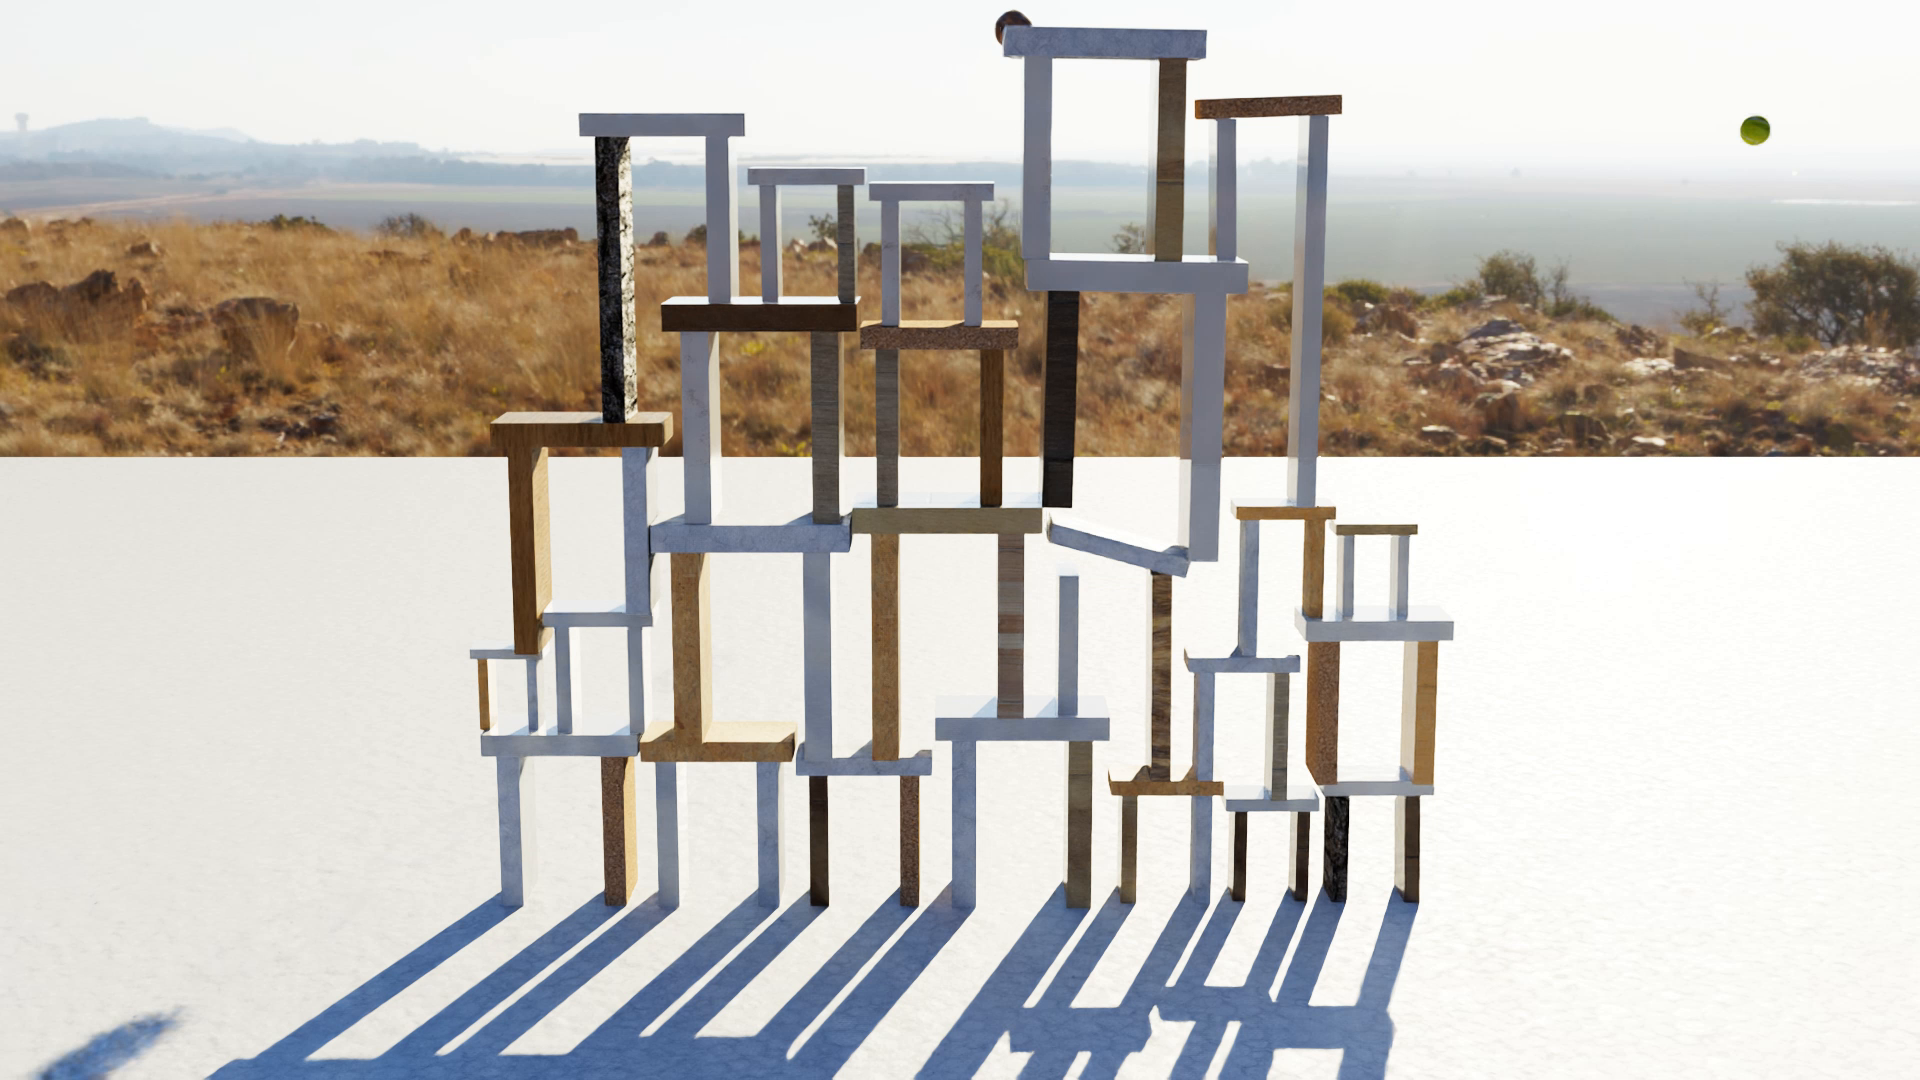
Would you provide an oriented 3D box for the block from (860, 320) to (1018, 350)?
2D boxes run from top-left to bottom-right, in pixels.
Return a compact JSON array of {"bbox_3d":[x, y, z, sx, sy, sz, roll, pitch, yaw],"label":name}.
[{"bbox_3d":[-0.032,-0.327,3.501,0.247,0.035,0.124,0,11,0],"label":"block"}]

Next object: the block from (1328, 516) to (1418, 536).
[{"bbox_3d":[0.669,-0.023,3.561,0.132,0.019,0.066,0,11,0],"label":"block"}]

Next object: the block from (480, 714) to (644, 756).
[{"bbox_3d":[-0.650,0.322,3.624,0.254,0.036,0.127,0,11,0],"label":"block"}]

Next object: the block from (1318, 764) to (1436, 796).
[{"bbox_3d":[0.685,0.398,3.637,0.182,0.026,0.091,0,10,0],"label":"block"}]

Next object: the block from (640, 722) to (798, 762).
[{"bbox_3d":[-0.395,0.332,3.619,0.246,0.035,0.123,0,11,0],"label":"block"}]

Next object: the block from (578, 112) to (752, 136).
[{"bbox_3d":[-0.459,-0.650,3.442,0.256,0.036,0.128,0,11,-1],"label":"block"}]

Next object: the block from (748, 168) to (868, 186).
[{"bbox_3d":[-0.239,-0.571,3.454,0.182,0.026,0.091,0,11,0],"label":"block"}]

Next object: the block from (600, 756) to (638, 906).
[{"bbox_3d":[-0.565,0.464,3.650,0.036,0.254,0.127,0,11,0],"label":"block"}]

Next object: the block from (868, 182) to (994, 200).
[{"bbox_3d":[-0.044,-0.549,3.459,0.194,0.028,0.097,0,10,0],"label":"block"}]

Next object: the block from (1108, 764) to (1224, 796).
[{"bbox_3d":[0.339,0.397,3.632,0.184,0.026,0.092,0,10,0],"label":"block"}]

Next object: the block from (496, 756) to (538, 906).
[{"bbox_3d":[-0.734,0.464,3.650,0.036,0.254,0.127,0,11,0],"label":"block"}]

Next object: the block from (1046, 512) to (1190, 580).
[{"bbox_3d":[0.254,0.008,3.564,0.229,0.032,0.114,15,10,-3],"label":"block"}]

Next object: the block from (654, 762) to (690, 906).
[{"bbox_3d":[-0.477,0.470,3.644,0.035,0.246,0.123,0,11,0],"label":"block"}]

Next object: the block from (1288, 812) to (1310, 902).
[{"bbox_3d":[0.564,0.514,3.656,0.022,0.154,0.077,0,10,0],"label":"block"}]

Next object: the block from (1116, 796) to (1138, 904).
[{"bbox_3d":[0.278,0.500,3.651,0.026,0.184,0.092,0,11,0],"label":"block"}]

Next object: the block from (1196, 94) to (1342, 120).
[{"bbox_3d":[0.480,-0.676,3.432,0.218,0.031,0.109,-2,11,2],"label":"block"}]

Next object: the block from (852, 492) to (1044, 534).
[{"bbox_3d":[-0.020,-0.044,3.547,0.302,0.043,0.151,0,11,0],"label":"block"}]

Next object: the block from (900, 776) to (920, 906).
[{"bbox_3d":[-0.082,0.482,3.645,0.031,0.221,0.111,0,11,0],"label":"block"}]

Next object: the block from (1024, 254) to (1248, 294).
[{"bbox_3d":[0.275,-0.423,3.483,0.341,0.048,0.171,1,11,0],"label":"block"}]

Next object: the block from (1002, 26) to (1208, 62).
[{"bbox_3d":[0.222,-0.771,3.417,0.307,0.043,0.153,1,11,0],"label":"block"}]

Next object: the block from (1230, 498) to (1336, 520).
[{"bbox_3d":[0.521,-0.050,3.547,0.160,0.023,0.080,0,11,0],"label":"block"}]

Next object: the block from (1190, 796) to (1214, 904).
[{"bbox_3d":[0.400,0.500,3.651,0.026,0.184,0.092,0,11,0],"label":"block"}]

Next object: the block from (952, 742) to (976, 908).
[{"bbox_3d":[0.007,0.451,3.643,0.040,0.283,0.141,0,11,0],"label":"block"}]

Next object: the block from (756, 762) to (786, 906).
[{"bbox_3d":[-0.313,0.470,3.644,0.035,0.246,0.123,0,11,0],"label":"block"}]

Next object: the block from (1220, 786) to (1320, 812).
[{"bbox_3d":[0.513,0.428,3.640,0.154,0.022,0.077,0,10,0],"label":"block"}]

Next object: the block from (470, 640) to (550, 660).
[{"bbox_3d":[-0.735,0.180,3.592,0.119,0.017,0.059,0,11,0],"label":"block"}]

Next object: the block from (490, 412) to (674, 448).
[{"bbox_3d":[-0.604,-0.177,3.527,0.270,0.038,0.135,0,11,0],"label":"block"}]

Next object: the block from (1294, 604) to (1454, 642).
[{"bbox_3d":[0.672,0.135,3.581,0.239,0.034,0.119,0,11,0],"label":"block"}]

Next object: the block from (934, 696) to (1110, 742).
[{"bbox_3d":[0.101,0.292,3.614,0.283,0.040,0.141,0,11,0],"label":"block"}]

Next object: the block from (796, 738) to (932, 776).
[{"bbox_3d":[-0.156,0.358,3.621,0.221,0.031,0.111,0,11,0],"label":"block"}]

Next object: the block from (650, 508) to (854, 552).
[{"bbox_3d":[-0.332,-0.016,3.553,0.314,0.044,0.157,0,11,0],"label":"block"}]

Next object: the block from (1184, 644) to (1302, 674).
[{"bbox_3d":[0.460,0.194,3.592,0.181,0.026,0.090,0,11,0],"label":"block"}]

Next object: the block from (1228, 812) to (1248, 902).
[{"bbox_3d":[0.461,0.514,3.656,0.022,0.154,0.077,0,10,0],"label":"block"}]

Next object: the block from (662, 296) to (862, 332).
[{"bbox_3d":[-0.313,-0.360,3.497,0.304,0.043,0.152,0,11,0],"label":"block"}]

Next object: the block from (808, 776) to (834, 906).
[{"bbox_3d":[-0.230,0.482,3.644,0.031,0.221,0.111,0,11,0],"label":"block"}]

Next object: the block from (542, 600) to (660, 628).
[{"bbox_3d":[-0.583,0.120,3.577,0.176,0.025,0.088,0,11,-2],"label":"block"}]

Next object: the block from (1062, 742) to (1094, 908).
[{"bbox_3d":[0.195,0.451,3.643,0.040,0.283,0.141,0,11,0],"label":"block"}]
